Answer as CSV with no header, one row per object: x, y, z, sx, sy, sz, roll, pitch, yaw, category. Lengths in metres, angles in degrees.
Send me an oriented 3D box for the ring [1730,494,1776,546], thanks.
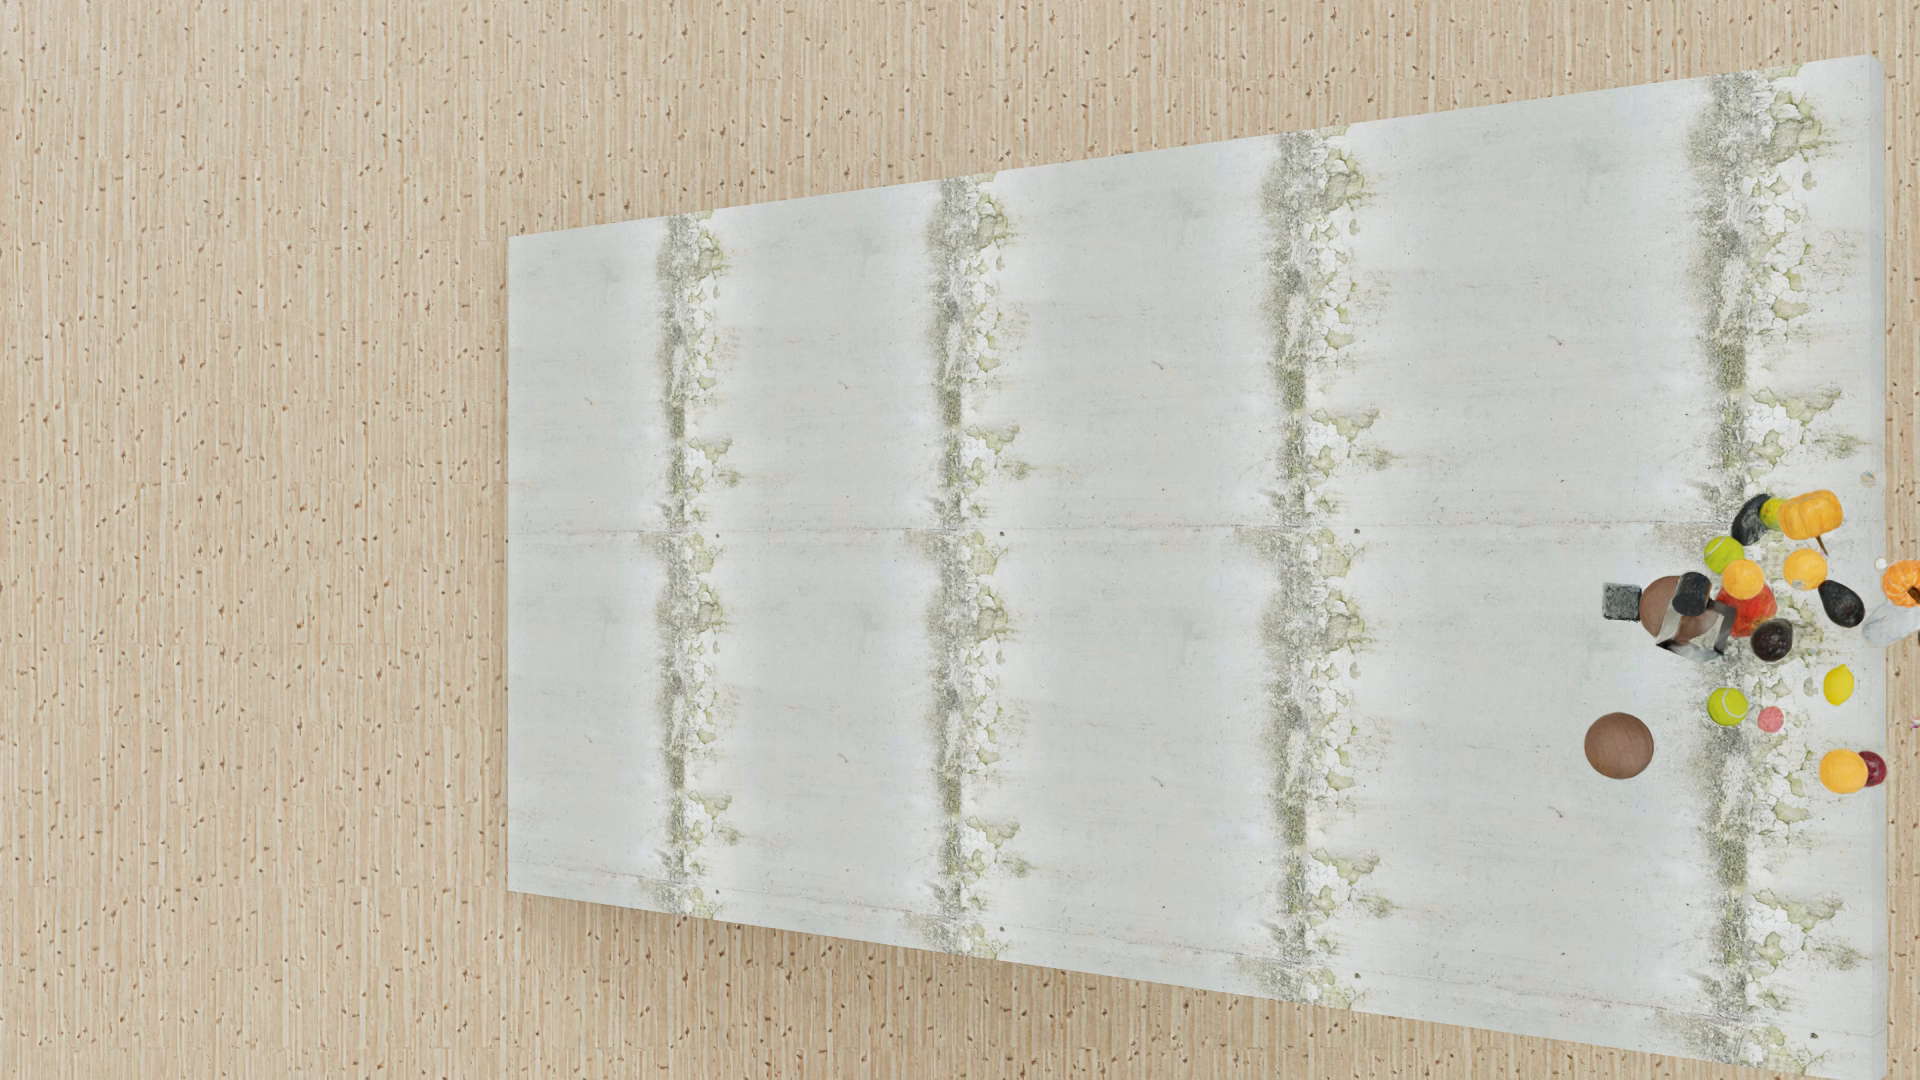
1.431,-0.035,3.964,0.105,0.105,0.035,-50,53,0,ring

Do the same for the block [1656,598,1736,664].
1.337,0.159,3.996,0.091,0.091,0.091,23,75,-1,block

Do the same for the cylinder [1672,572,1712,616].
1.265,0.094,3.801,0.055,0.055,0.055,32,51,0,cylinder

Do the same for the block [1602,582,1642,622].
1.272,0.119,4.228,0.064,0.064,0.064,4,95,11,block

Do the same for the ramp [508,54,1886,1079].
0.223,0.063,5.540,4.000,0.100,2.000,0,90,38,ramp

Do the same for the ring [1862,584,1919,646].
1.577,0.126,3.687,0.140,0.140,0.047,-40,86,0,ring
